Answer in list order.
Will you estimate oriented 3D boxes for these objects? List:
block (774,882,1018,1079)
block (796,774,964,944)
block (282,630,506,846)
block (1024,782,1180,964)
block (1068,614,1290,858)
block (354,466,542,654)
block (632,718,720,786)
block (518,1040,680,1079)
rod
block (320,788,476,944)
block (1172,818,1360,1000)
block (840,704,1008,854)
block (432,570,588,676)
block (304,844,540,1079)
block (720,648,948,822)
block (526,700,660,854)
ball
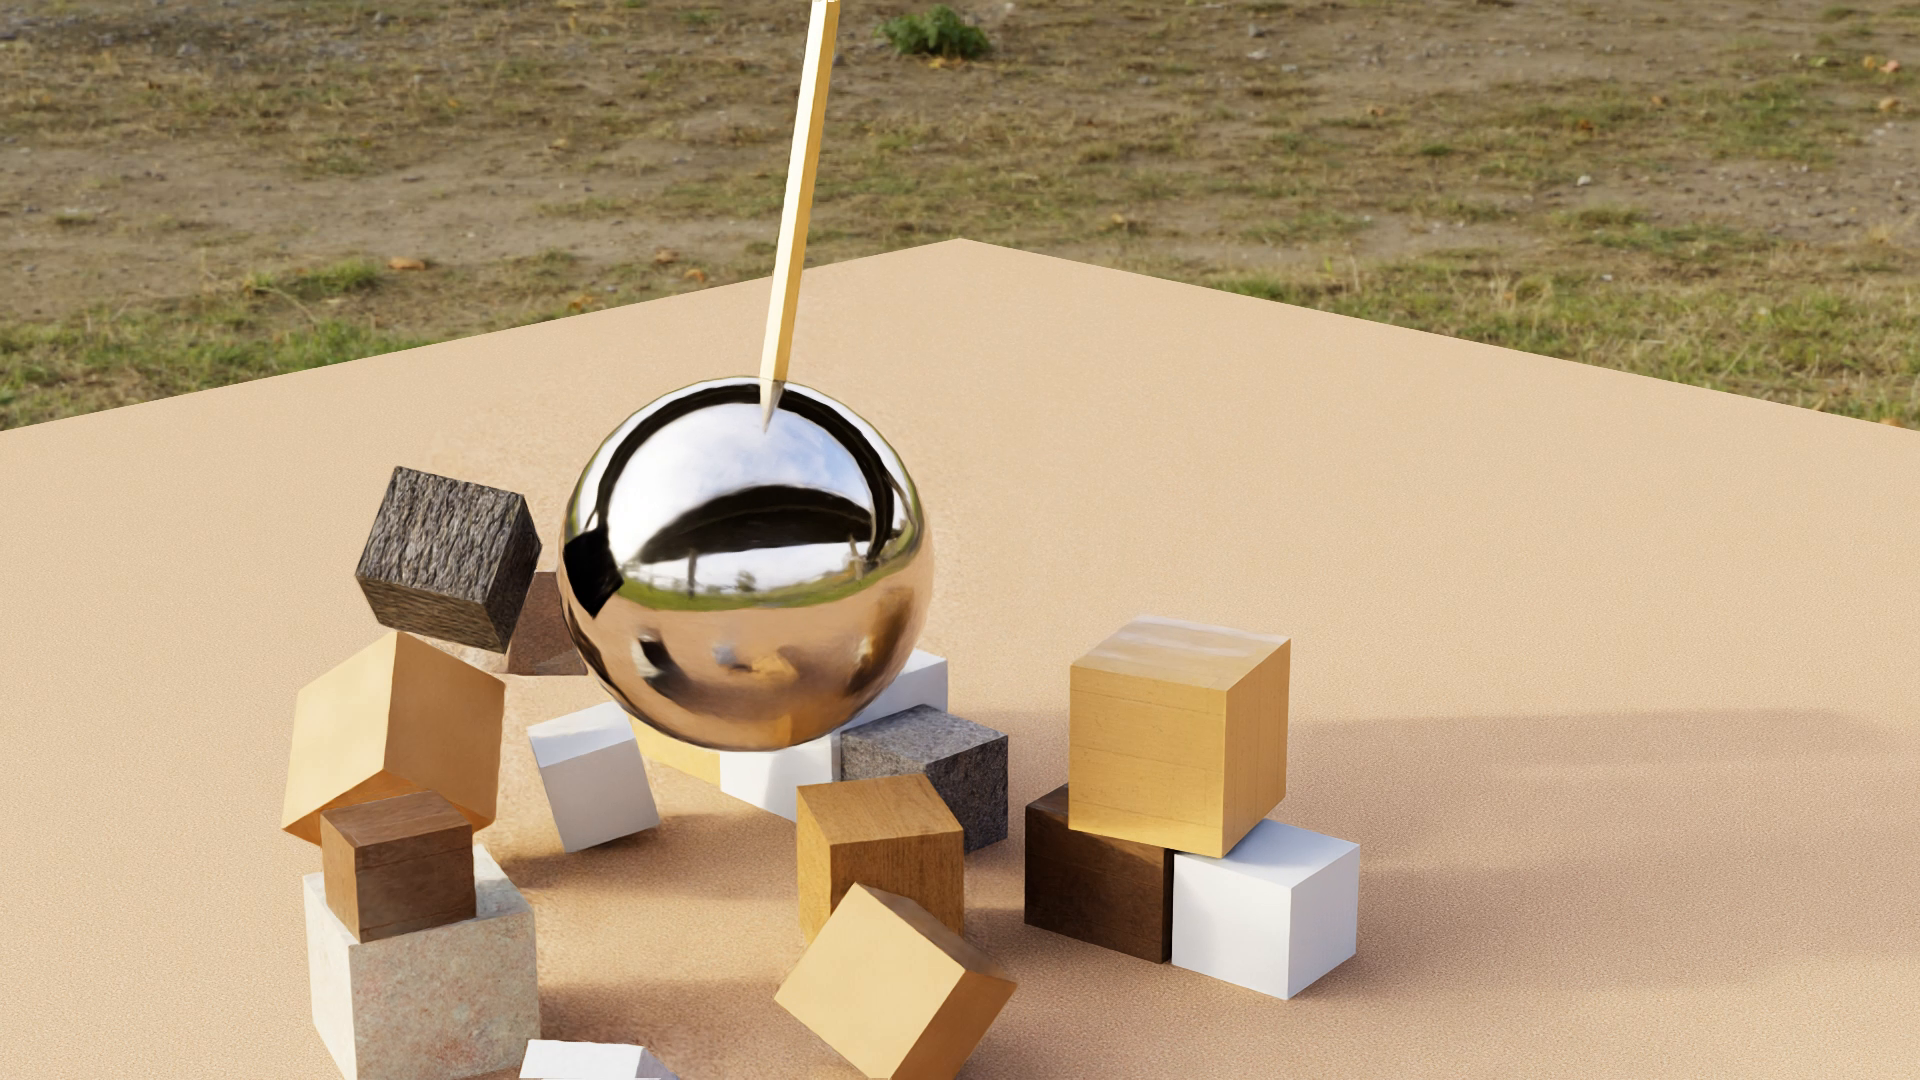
[{"bbox_3d":[-0.238,1.733,11.273,0.567,0.540,0.604,35,1,24],"label":"block"},{"bbox_3d":[-0.348,1.457,12.614,0.575,0.657,0.663,-5,18,-15],"label":"block"},{"bbox_3d":[-2.551,0.972,13.249,0.715,0.738,0.627,-30,-44,32],"label":"block"},{"bbox_3d":[0.753,1.415,12.908,0.713,0.561,0.614,12,21,34],"label":"block"},{"bbox_3d":[0.947,0.827,12.603,0.703,0.743,0.751,9,19,25],"label":"block"},{"bbox_3d":[-2.080,0.086,11.981,0.546,0.498,0.519,13,-24,7],"label":"block"},{"bbox_3d":[-1.159,0.760,14.820,0.700,0.664,0.721,-17,24,-42],"label":"block"},{"bbox_3d":[-1.303,2.088,10.612,0.465,0.452,0.389,-1,59,23],"label":"block"},{"bbox_3d":[-0.392,-3.218,11.919,0.080,5.200,0.080,17,12,42],"label":"rod"},{"bbox_3d":[-2.192,1.267,11.440,0.472,0.397,0.409,-10,20,-28],"label":"block"},{"bbox_3d":[1.307,1.558,12.536,0.574,0.510,0.567,13,22,35],"label":"block"},{"bbox_3d":[-0.168,1.154,13.804,0.536,0.522,0.577,-16,24,-42],"label":"block"},{"bbox_3d":[-2.085,0.373,13.677,0.508,0.475,0.527,4,0,37],"label":"block"},{"bbox_3d":[-2.160,1.720,11.768,0.742,0.662,0.725,-8,19,-24],"label":"block"},{"bbox_3d":[-0.617,0.906,14.289,0.763,0.703,0.818,-16,24,-42],"label":"block"},{"bbox_3d":[-1.725,1.109,13.798,0.460,0.478,0.427,-17,26,-10],"label":"block"},{"bbox_3d":[-0.906,0.104,12.425,1.600,1.600,1.600,0,17,0],"label":"ball"}]
